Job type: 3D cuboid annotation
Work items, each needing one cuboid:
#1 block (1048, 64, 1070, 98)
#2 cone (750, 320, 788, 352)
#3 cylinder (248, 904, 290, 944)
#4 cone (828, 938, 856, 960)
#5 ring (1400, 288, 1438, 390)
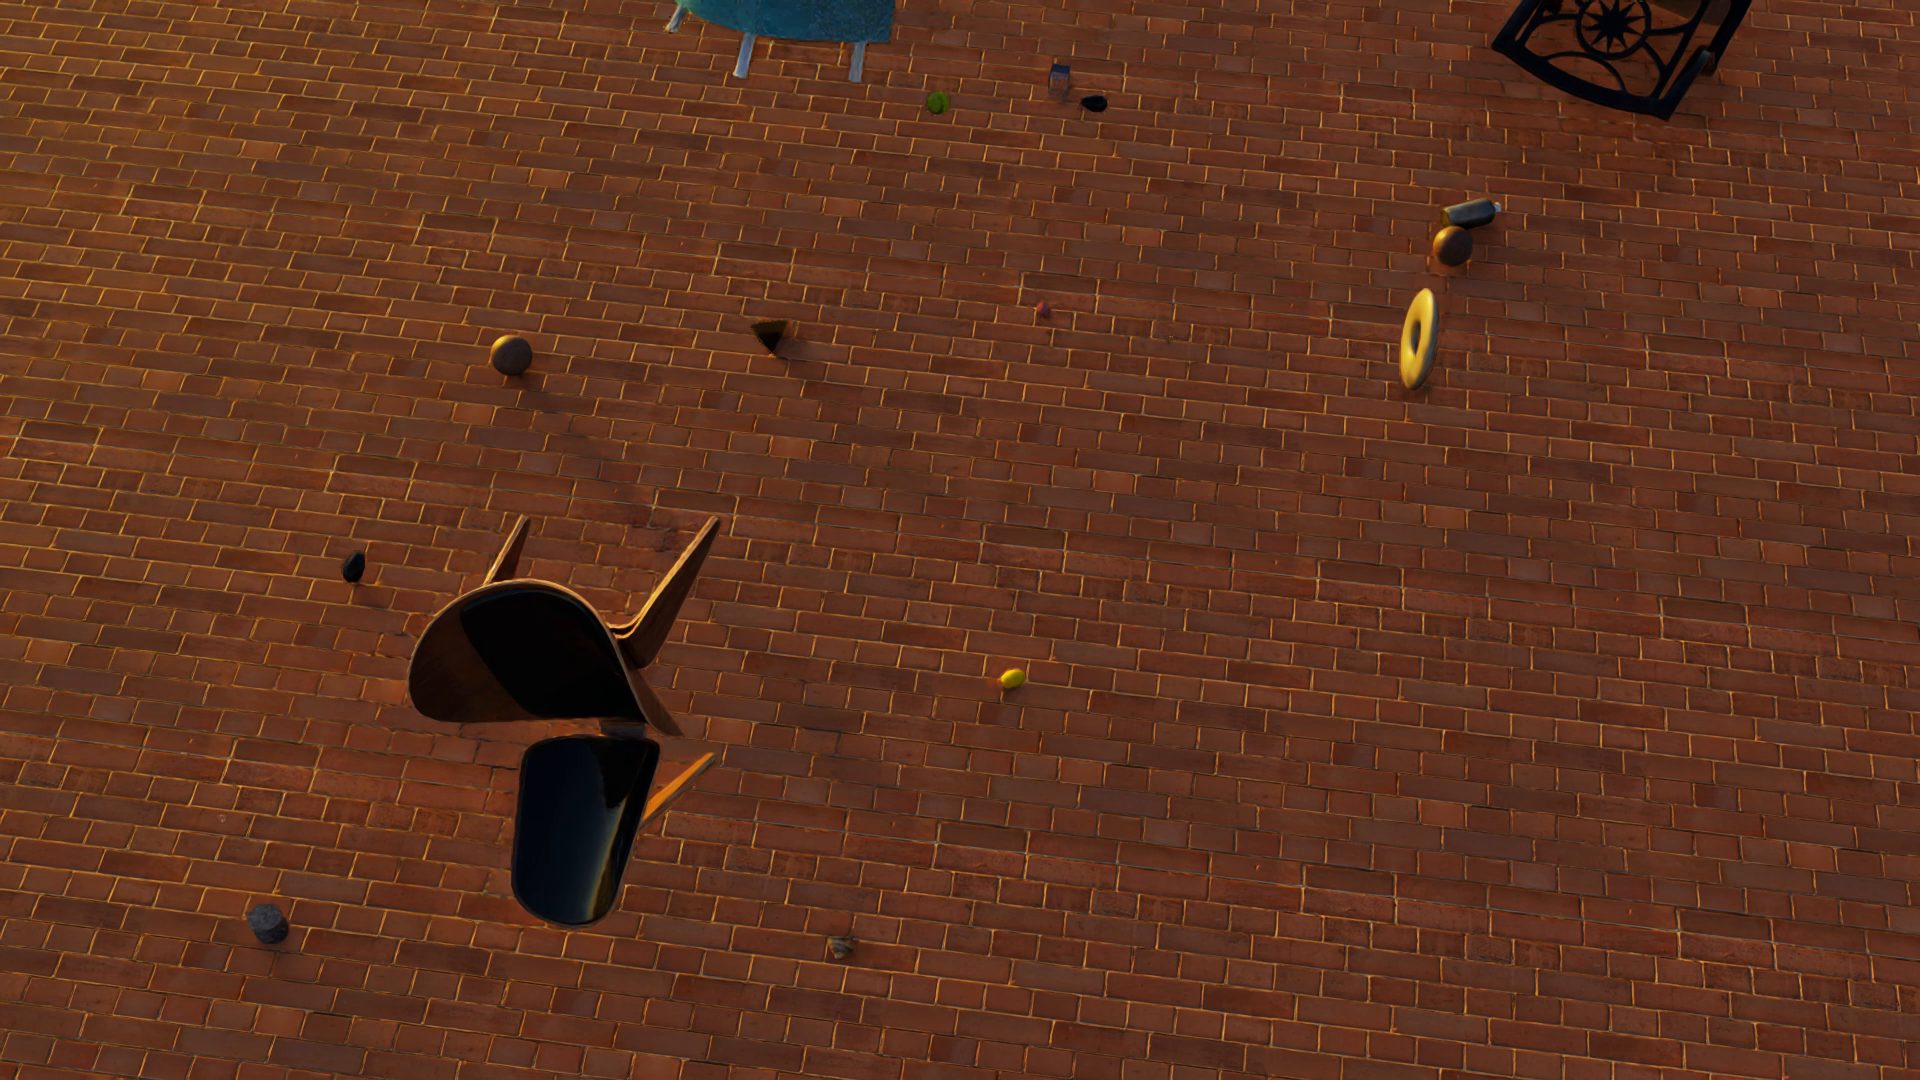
[{"bbox_3d":[0.342,-1.587,7.592,0.064,0.077,0.072,10,57,7],"label":"block"},{"bbox_3d":[-0.599,-0.638,6.973,0.128,0.109,0.094,-7,87,21],"label":"cone"},{"bbox_3d":[-1.836,1.019,5.841,0.090,0.082,0.080,6,56,4],"label":"cylinder"},{"bbox_3d":[-0.319,1.085,5.804,0.076,0.084,0.047,12,73,20],"label":"cone"},{"bbox_3d":[1.421,-0.620,6.802,0.045,0.322,0.315,7,98,-4],"label":"ring"}]
